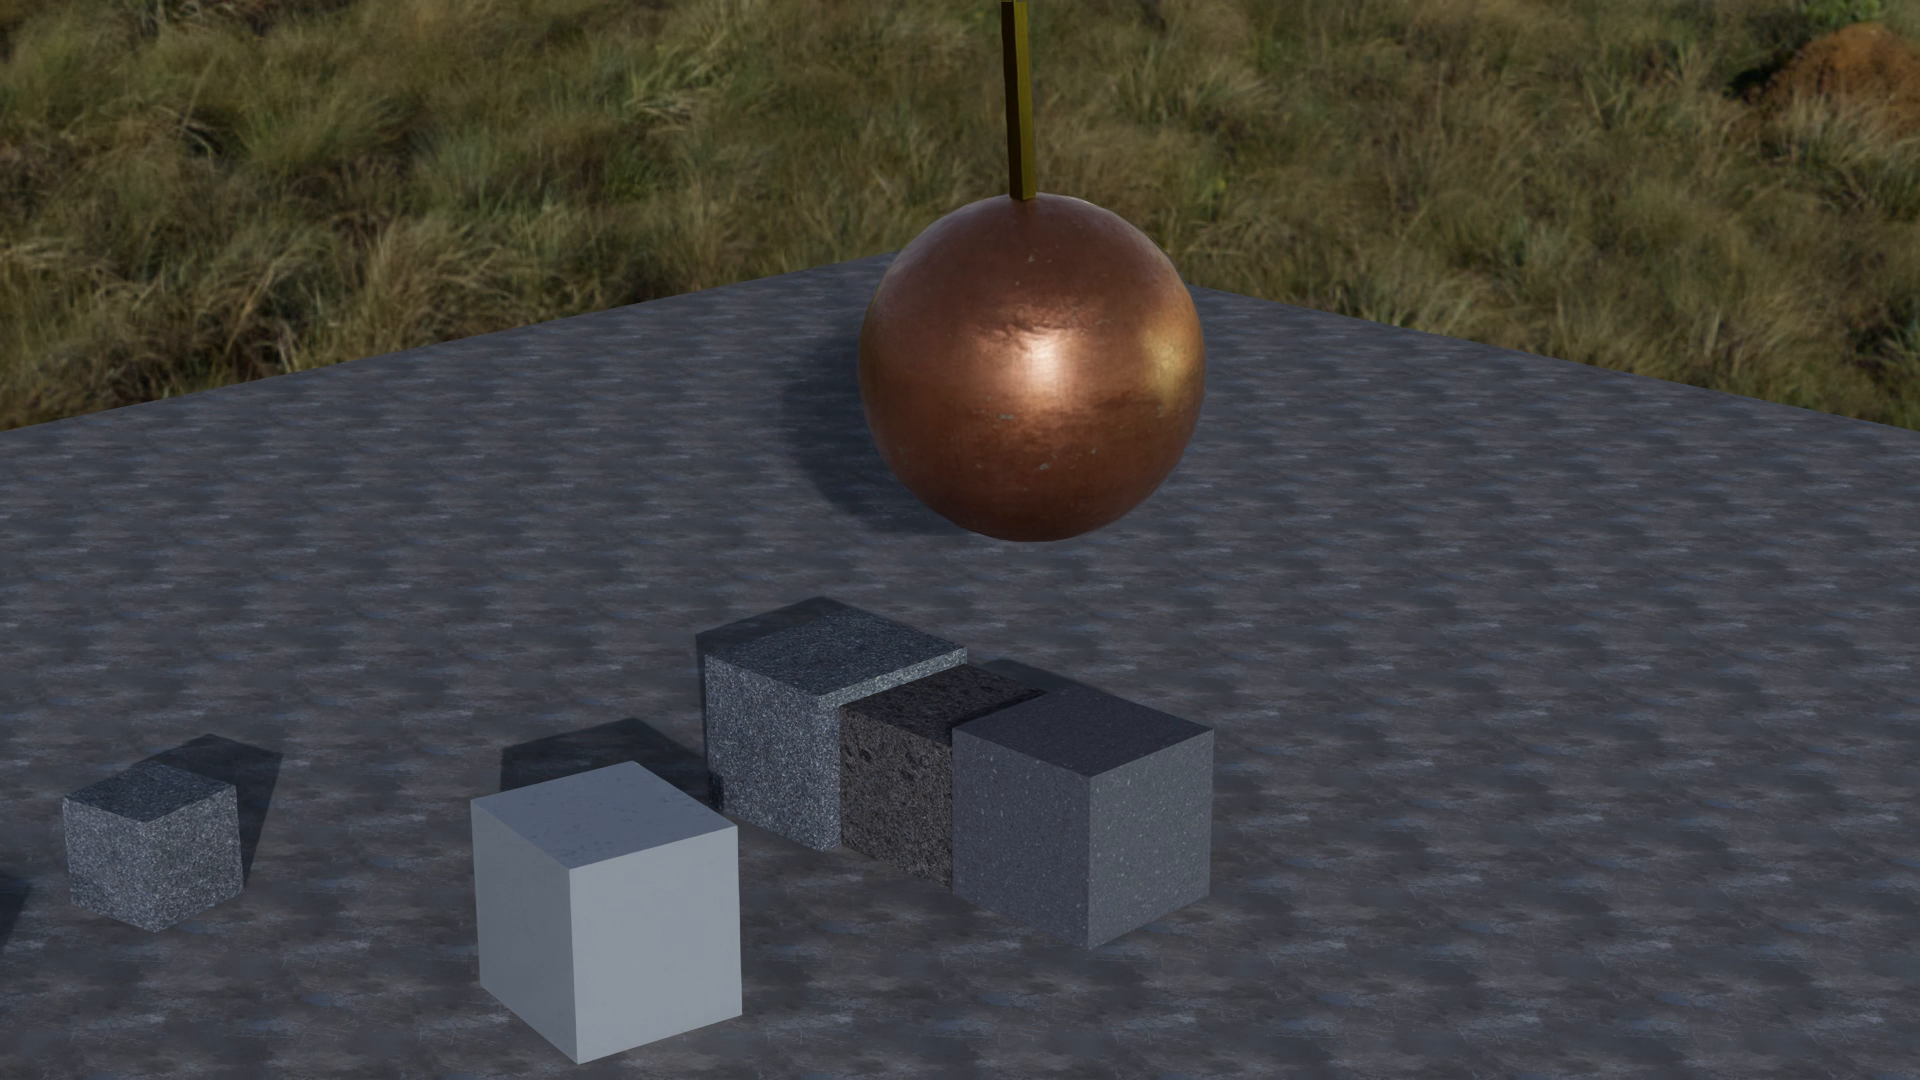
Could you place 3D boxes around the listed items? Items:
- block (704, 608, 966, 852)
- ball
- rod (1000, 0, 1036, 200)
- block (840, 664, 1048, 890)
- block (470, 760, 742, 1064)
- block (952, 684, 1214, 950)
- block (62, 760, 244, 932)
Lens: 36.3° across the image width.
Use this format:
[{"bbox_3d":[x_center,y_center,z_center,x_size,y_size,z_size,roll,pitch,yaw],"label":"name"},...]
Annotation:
[{"bbox_3d":[-0.593,0.901,14.184,0.961,0.776,0.811,-17,24,-42],"label":"block"},{"bbox_3d":[0.326,-0.790,13.435,1.600,1.600,1.600,0,17,0],"label":"ball"},{"bbox_3d":[0.141,-3.969,12.243,0.080,5.200,0.080,17,28,42],"label":"rod"},{"bbox_3d":[0.000,1.095,13.698,0.821,0.697,0.761,-17,24,-42],"label":"block"},{"bbox_3d":[-1.461,1.517,12.109,0.763,0.845,0.867,-12,21,-33],"label":"block"},{"bbox_3d":[0.545,1.220,13.117,0.830,0.807,0.809,17,24,42],"label":"block"},{"bbox_3d":[-3.612,1.366,13.134,0.543,0.519,0.521,11,21,32],"label":"block"}]
